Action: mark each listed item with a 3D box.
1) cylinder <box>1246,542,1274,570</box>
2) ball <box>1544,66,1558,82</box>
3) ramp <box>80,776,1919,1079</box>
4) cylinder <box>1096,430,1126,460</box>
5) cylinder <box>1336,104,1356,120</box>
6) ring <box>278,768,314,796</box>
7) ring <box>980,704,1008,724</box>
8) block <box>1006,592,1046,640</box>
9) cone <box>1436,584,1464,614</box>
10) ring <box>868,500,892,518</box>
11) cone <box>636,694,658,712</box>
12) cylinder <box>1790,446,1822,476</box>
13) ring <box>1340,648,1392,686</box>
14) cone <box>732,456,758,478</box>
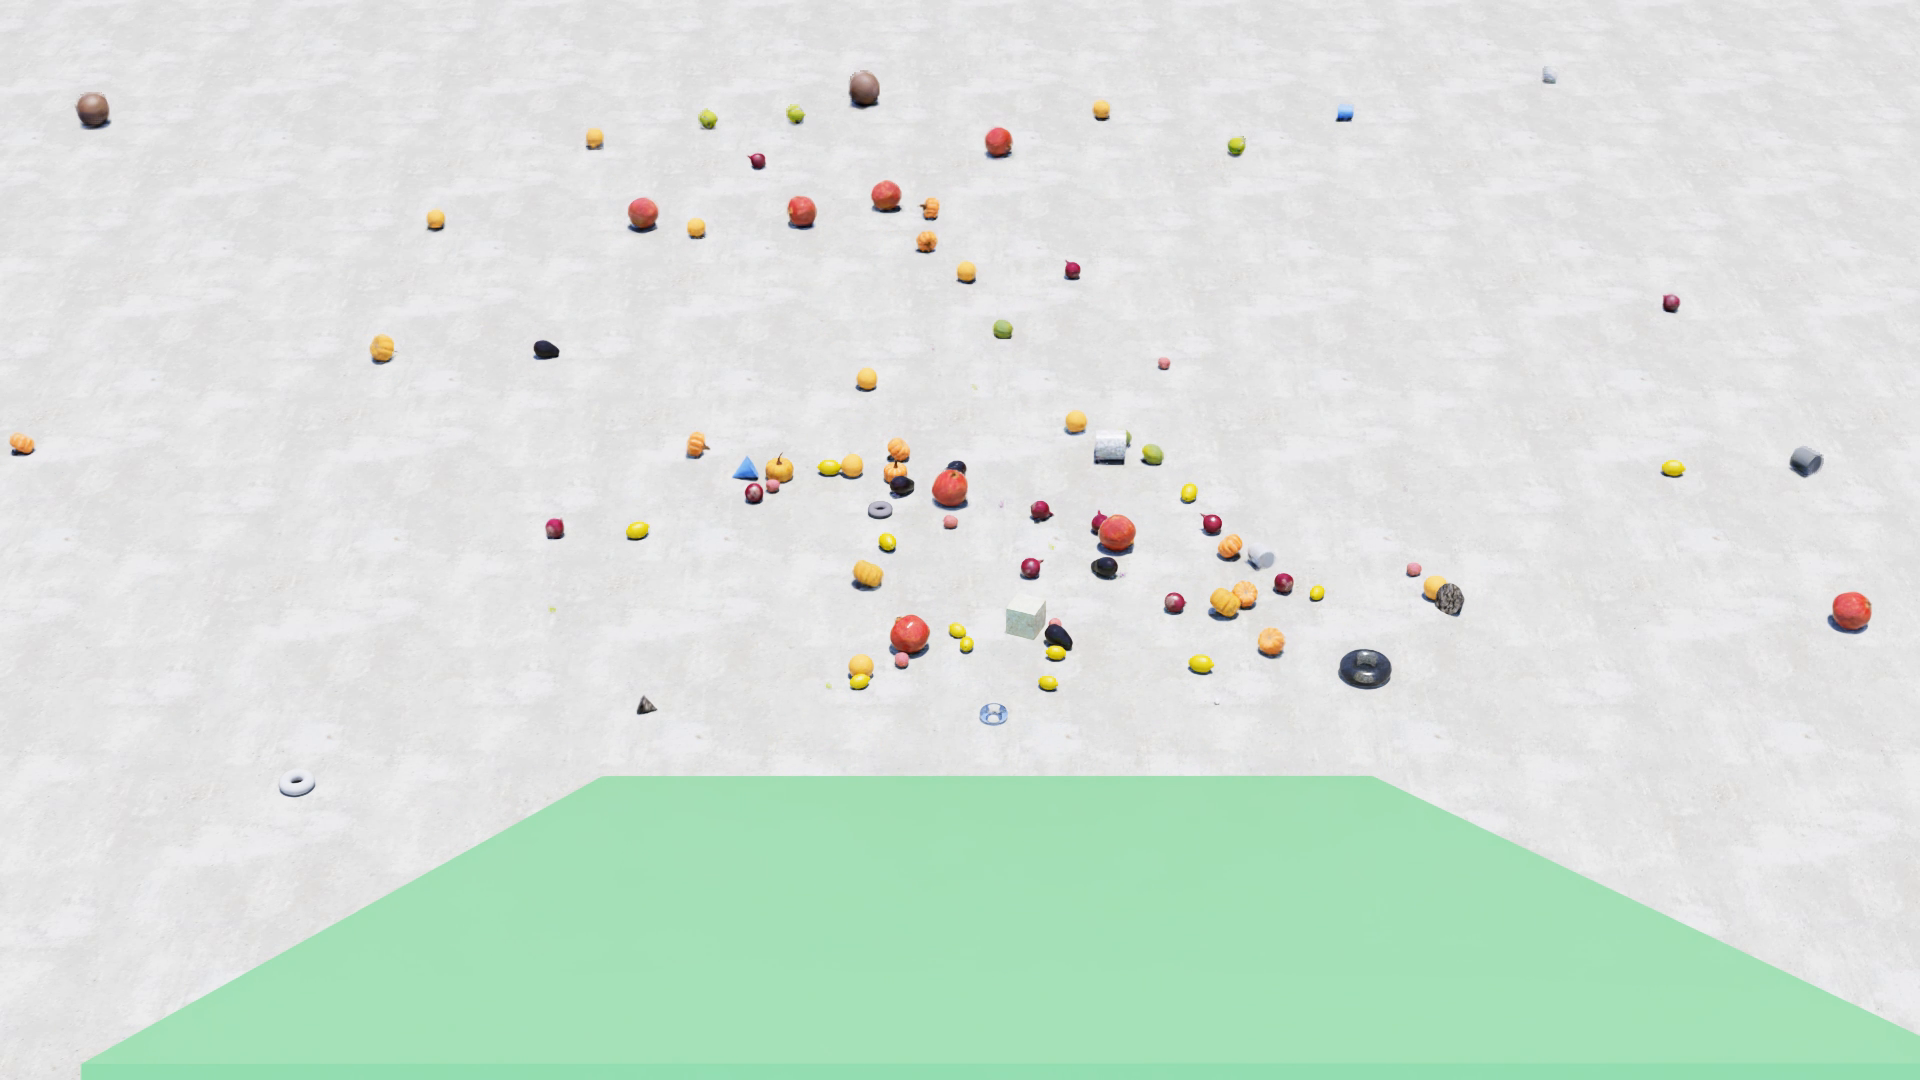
[{"bbox_3d":[0.896,0.047,7.725,0.060,0.060,0.060,-15,35,-22],"label":"cylinder"},{"bbox_3d":[2.477,-1.953,10.871,0.063,0.063,0.063,0,32,0],"label":"ball"},{"bbox_3d":[0.072,0.632,4.733,2.000,0.100,4.000,0,-1,0],"label":"ramp"},{"bbox_3d":[0.479,-0.303,8.243,0.094,0.094,0.094,1,32,2],"label":"cylinder"},{"bbox_3d":[1.568,-1.739,10.538,0.059,0.059,0.059,-6,25,35],"label":"cylinder"},{"bbox_3d":[-1.745,0.637,6.822,0.094,0.031,0.094,0,34,0],"label":"ring"},{"bbox_3d":[0.092,0.474,7.083,0.080,0.027,0.080,-1,31,0],"label":"ring"},{"bbox_3d":[0.189,0.219,7.427,0.088,0.088,0.088,13,35,20],"label":"block"},{"bbox_3d":[1.447,0.172,7.546,0.090,0.090,0.090,30,17,38],"label":"cone"},{"bbox_3d":[-0.246,-0.094,7.978,0.078,0.026,0.078,-1,33,1],"label":"ring"},{"bbox_3d":[-0.852,0.457,7.112,0.053,0.053,0.053,23,29,-14],"label":"cone"},{"bbox_3d":[2.670,-0.249,8.183,0.069,0.069,0.069,-21,38,-30],"label":"cylinder"},{"bbox_3d":[1.134,0.357,7.248,0.147,0.049,0.147,-1,33,1],"label":"ring"},{"bbox_3d":[-0.686,-0.213,8.158,0.077,0.077,0.077,-28,33,6],"label":"cone"}]
